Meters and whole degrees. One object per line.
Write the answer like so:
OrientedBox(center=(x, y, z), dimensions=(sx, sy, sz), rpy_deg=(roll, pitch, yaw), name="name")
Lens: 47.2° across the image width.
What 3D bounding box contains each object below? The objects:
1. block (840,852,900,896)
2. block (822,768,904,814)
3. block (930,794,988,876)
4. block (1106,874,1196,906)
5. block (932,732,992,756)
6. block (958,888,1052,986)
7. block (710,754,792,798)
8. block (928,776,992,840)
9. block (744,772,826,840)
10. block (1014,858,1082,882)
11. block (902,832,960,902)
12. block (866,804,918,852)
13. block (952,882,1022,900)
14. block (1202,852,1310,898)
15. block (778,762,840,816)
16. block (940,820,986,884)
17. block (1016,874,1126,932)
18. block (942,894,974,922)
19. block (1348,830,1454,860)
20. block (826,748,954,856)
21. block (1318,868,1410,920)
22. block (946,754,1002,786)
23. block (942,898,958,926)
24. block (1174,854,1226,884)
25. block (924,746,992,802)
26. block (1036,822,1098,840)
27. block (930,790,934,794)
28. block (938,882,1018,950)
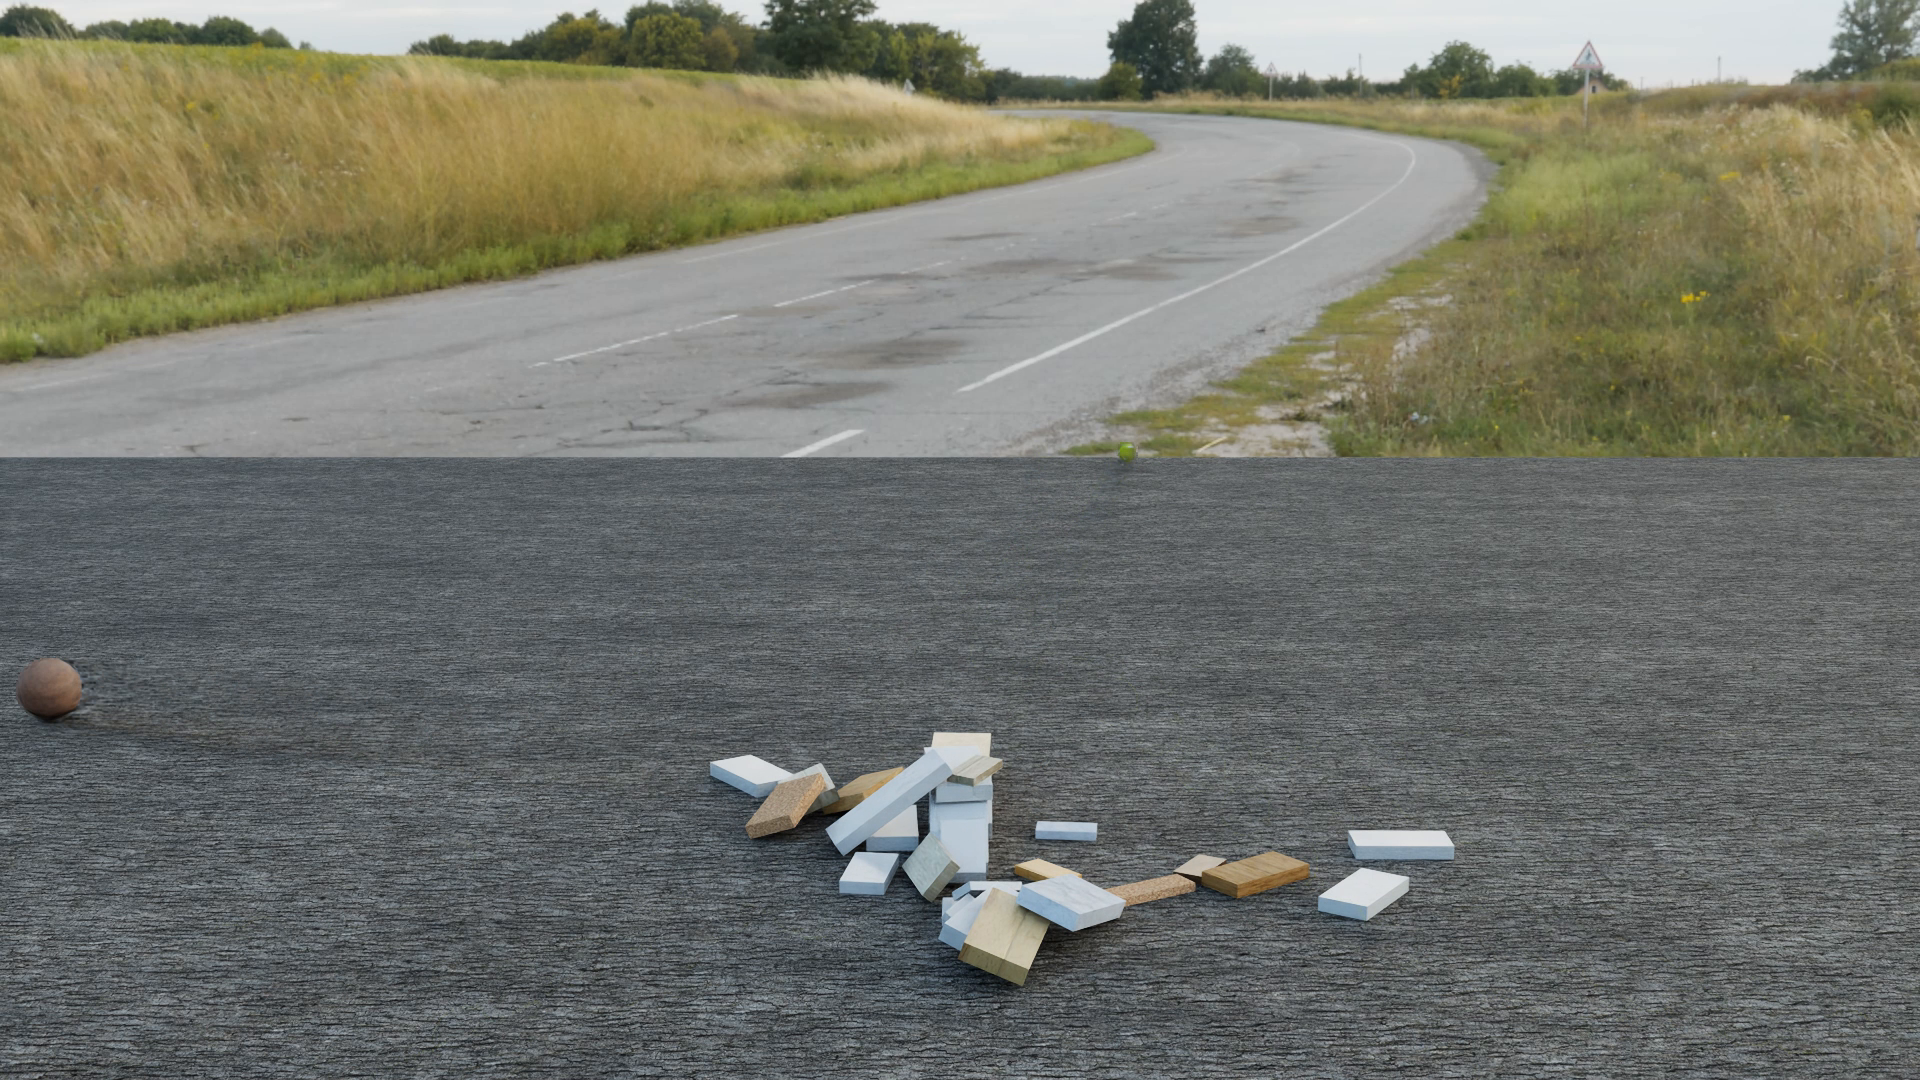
OrientedBox(center=(-0.154, 0.566, 3.738), dimensions=(0.076, 0.021, 0.151), rpy_deg=(1, 11, 8), name="block")
OrientedBox(center=(-0.181, 0.473, 4.156), dimensions=(0.091, 0.026, 0.183), rpy_deg=(-14, 4, 24), name="block")
OrientedBox(center=(-0.002, 0.514, 3.838), dimensions=(0.101, 0.029, 0.202), rpy_deg=(0, 28, 0), name="block")
OrientedBox(center=(0.308, 0.584, 3.659), dimensions=(0.169, 0.015, 0.052), rpy_deg=(-6, 12, -31), name="block")
OrientedBox(center=(0.001, 0.424, 4.299), dimensions=(0.114, 0.032, 0.229), rpy_deg=(0, 11, 2), name="block")
OrientedBox(center=(0.072, 0.602, 3.352), dimensions=(0.104, 0.029, 0.208), rpy_deg=(22, 18, 7), name="block")
OrientedBox(center=(-0.403, 0.460, 4.295), dimensions=(0.092, 0.026, 0.184), rpy_deg=(-7, 13, -34), name="block")
OrientedBox(center=(0.001, 0.478, 4.051), dimensions=(0.114, 0.032, 0.229), rpy_deg=(0, 23, 0), name="block")
OrientedBox(center=(-0.317, 0.484, 4.016), dimensions=(0.091, 0.026, 0.183), rpy_deg=(-17, 13, 20), name="block")
OrientedBox(center=(0.150, 0.569, 3.742), dimensions=(0.054, 0.015, 0.109), rpy_deg=(-9, 14, -40), name="block")
OrientedBox(center=(-0.049, 0.549, 3.695), dimensions=(0.021, 0.076, 0.151), rpy_deg=(40, -1, -18), name="block")
OrientedBox(center=(-0.123, 0.520, 3.975), dimensions=(0.092, 0.026, 0.184), rpy_deg=(0, 11, -2), name="block")
OrientedBox(center=(0.045, 0.573, 3.589), dimensions=(0.104, 0.015, 0.052), rpy_deg=(6, -31, -34), name="block")
OrientedBox(center=(0.501, 0.567, 3.728), dimensions=(0.171, 0.024, 0.085), rpy_deg=(-8, 13, -37), name="block")
OrientedBox(center=(-0.285, 0.471, 4.137), dimensions=(0.091, 0.026, 0.183), rpy_deg=(-23, 13, -8), name="block")
OrientedBox(center=(0.005, 0.531, 3.753), dimensions=(0.076, 0.021, 0.151), rpy_deg=(0, 28, 0), name="block")
OrientedBox(center=(0.177, 0.573, 3.482), dimensions=(0.104, 0.029, 0.208), rpy_deg=(23, 7, 24), name="block")
OrientedBox(center=(0.010, 0.597, 3.504), dimensions=(0.047, 0.013, 0.095), rpy_deg=(38, 22, 13), name="block")
OrientedBox(center=(0.778, 0.538, 3.882), dimensions=(0.171, 0.024, 0.086), rpy_deg=(0, 11, 1), name="block")
OrientedBox(center=(-0.126, 0.465, 3.909), dimensions=(0.242, 0.026, 0.092), rpy_deg=(-37, 17, -5), name="block")
OrientedBox(center=(0.667, 0.584, 3.633), dimensions=(0.086, 0.024, 0.171), rpy_deg=(7, 13, 33), name="block")
OrientedBox(center=(0.027, 0.412, 3.934), dimensions=(0.054, 0.015, 0.109), rpy_deg=(8, 17, 28), name="block")
OrientedBox(center=(-0.005, 0.602, 3.566), dimensions=(0.047, 0.013, 0.094), rpy_deg=(0, 11, 0), name="block")
OrientedBox(center=(0.411, 0.564, 3.767), dimensions=(0.052, 0.015, 0.104), rpy_deg=(6, 12, 30), name="block")
OrientedBox(center=(-0.004, 0.422, 3.981), dimensions=(0.101, 0.029, 0.202), rpy_deg=(-2, 15, -7), name="block")
OrientedBox(center=(0.192, 0.526, 3.974), dimensions=(0.109, 0.015, 0.054), rpy_deg=(1, 11, 6), name="block")
OrientedBox(center=(-0.003, 0.481, 3.958), dimensions=(0.101, 0.029, 0.202), rpy_deg=(0, 28, 0), name="block")
OrientedBox(center=(0.058, 0.601, 3.436), dimensions=(0.104, 0.029, 0.208), rpy_deg=(25, 19, 18), name="block")
